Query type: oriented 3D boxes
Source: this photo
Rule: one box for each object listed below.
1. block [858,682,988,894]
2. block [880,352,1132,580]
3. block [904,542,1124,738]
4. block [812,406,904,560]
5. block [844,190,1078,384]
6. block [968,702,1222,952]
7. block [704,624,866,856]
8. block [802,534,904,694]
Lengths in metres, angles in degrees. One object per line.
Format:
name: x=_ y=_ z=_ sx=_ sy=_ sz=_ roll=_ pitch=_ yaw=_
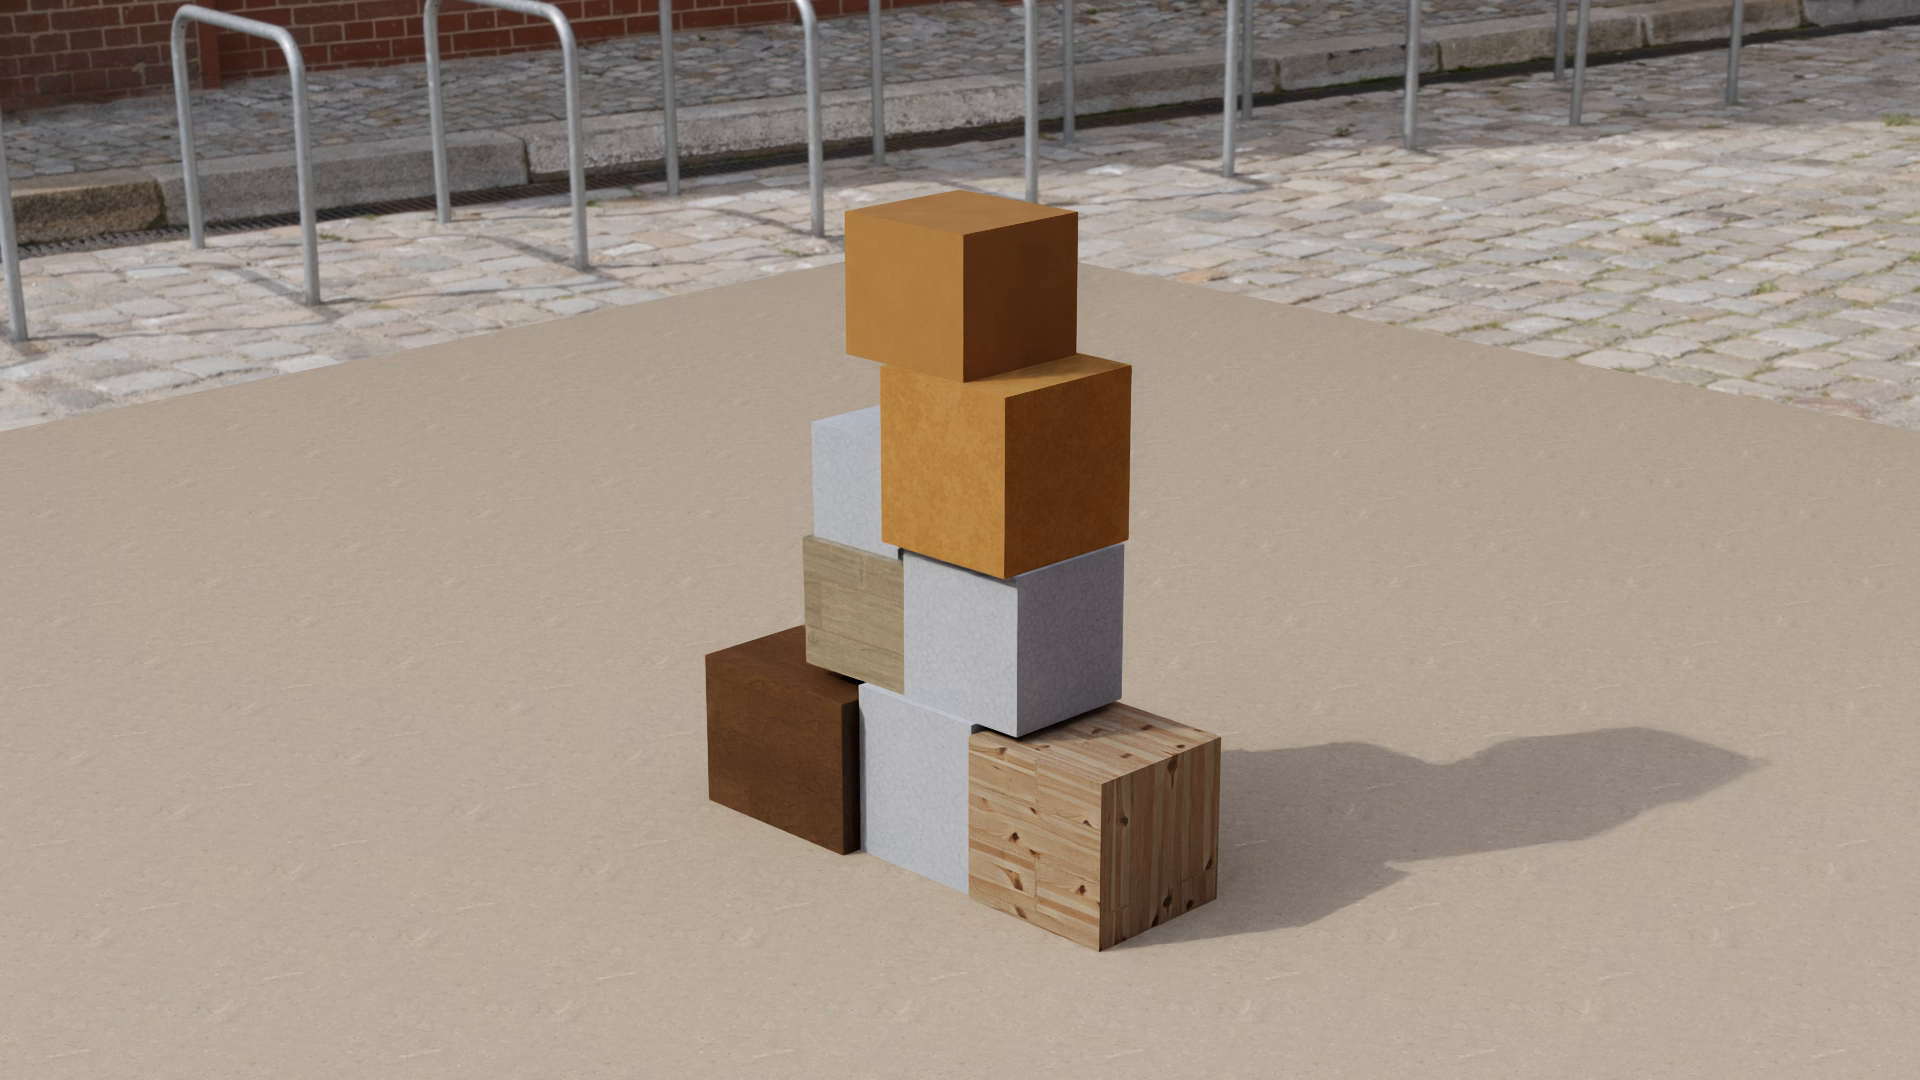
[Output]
block: x=0.065 y=1.055 z=13.616 sx=0.771 sy=0.823 sz=0.728 roll=-17 pitch=24 yaw=-42
block: x=0.203 y=-0.382 z=13.011 sx=0.801 sy=0.806 sz=0.765 roll=-17 pitch=24 yaw=-42
block: x=0.241 y=0.366 z=13.206 sx=0.687 sy=0.737 sz=0.709 roll=-17 pitch=24 yaw=-42
block: x=-0.293 y=-0.284 z=13.547 sx=0.536 sy=0.545 sz=0.561 roll=-17 pitch=23 yaw=-42
block: x=0.006 y=-1.137 z=12.991 sx=0.715 sy=0.647 sz=0.738 roll=-17 pitch=24 yaw=-42
block: x=0.597 y=1.242 z=13.089 sx=0.786 sy=0.783 sz=0.795 roll=-17 pitch=24 yaw=-42
block: x=-0.553 y=0.912 z=14.193 sx=0.938 sy=0.749 sz=0.964 roll=-17 pitch=24 yaw=-42
block: x=-0.259 y=0.276 z=13.699 sx=0.655 sy=0.616 sz=0.669 roll=-17 pitch=23 yaw=-42
